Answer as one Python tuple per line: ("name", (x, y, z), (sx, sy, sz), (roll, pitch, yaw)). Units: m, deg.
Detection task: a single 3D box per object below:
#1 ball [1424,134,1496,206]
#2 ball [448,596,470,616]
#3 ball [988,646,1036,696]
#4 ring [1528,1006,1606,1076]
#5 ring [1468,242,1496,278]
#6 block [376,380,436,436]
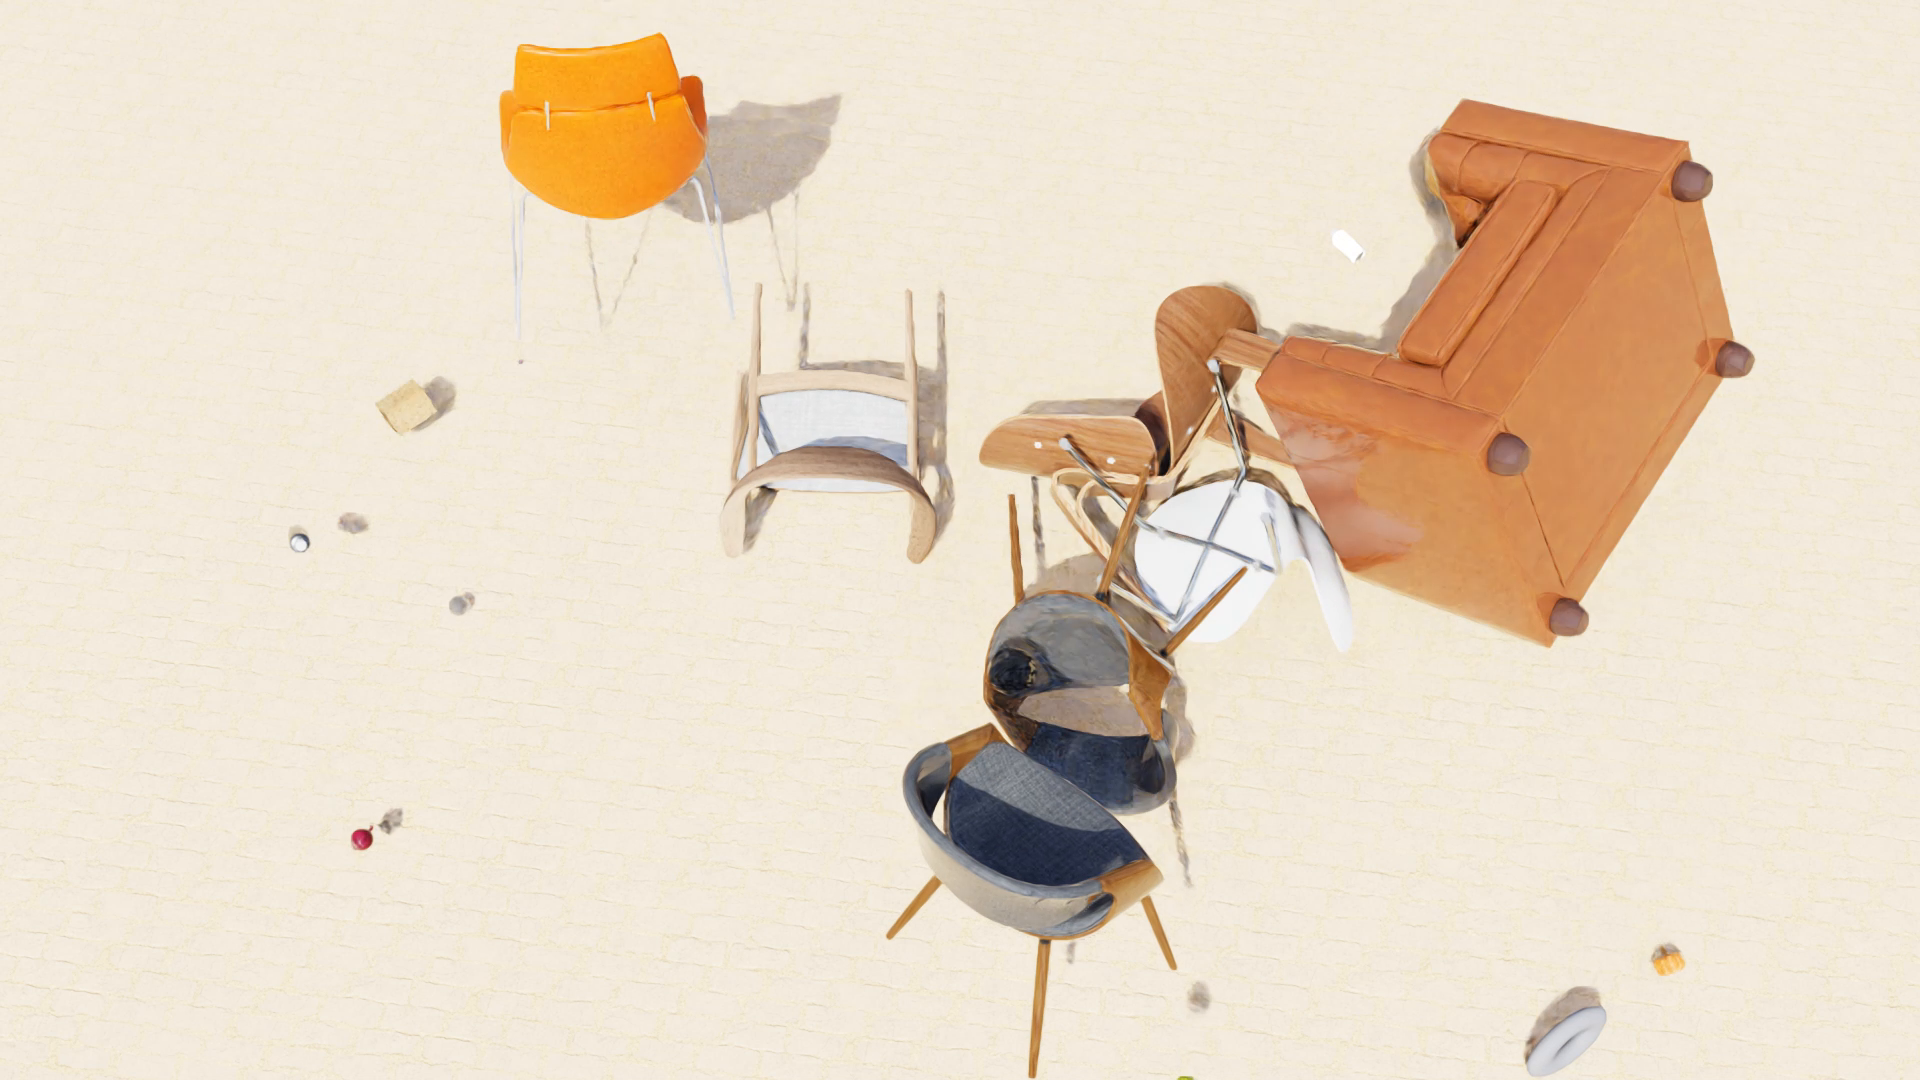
("ball", (1.650, -1.223, 7.253), (0.234, 0.234, 0.234), (0, 56, 0))
("ball", (-1.461, 0.191, 6.409), (0.060, 0.060, 0.060), (0, 56, 0))
("ball", (0.139, 0.347, 5.835), (0.131, 0.131, 0.131), (0, 56, 0))
("ring", (1.554, 1.283, 5.628), (0.259, 0.142, 0.048), (-36, 40, -9))
("ring", (1.692, -0.908, 7.135), (0.137, 0.102, 0.026), (-45, 26, -22))
("block", (-1.685, -0.402, 6.686), (0.134, 0.093, 0.088), (-37, 41, -16))
